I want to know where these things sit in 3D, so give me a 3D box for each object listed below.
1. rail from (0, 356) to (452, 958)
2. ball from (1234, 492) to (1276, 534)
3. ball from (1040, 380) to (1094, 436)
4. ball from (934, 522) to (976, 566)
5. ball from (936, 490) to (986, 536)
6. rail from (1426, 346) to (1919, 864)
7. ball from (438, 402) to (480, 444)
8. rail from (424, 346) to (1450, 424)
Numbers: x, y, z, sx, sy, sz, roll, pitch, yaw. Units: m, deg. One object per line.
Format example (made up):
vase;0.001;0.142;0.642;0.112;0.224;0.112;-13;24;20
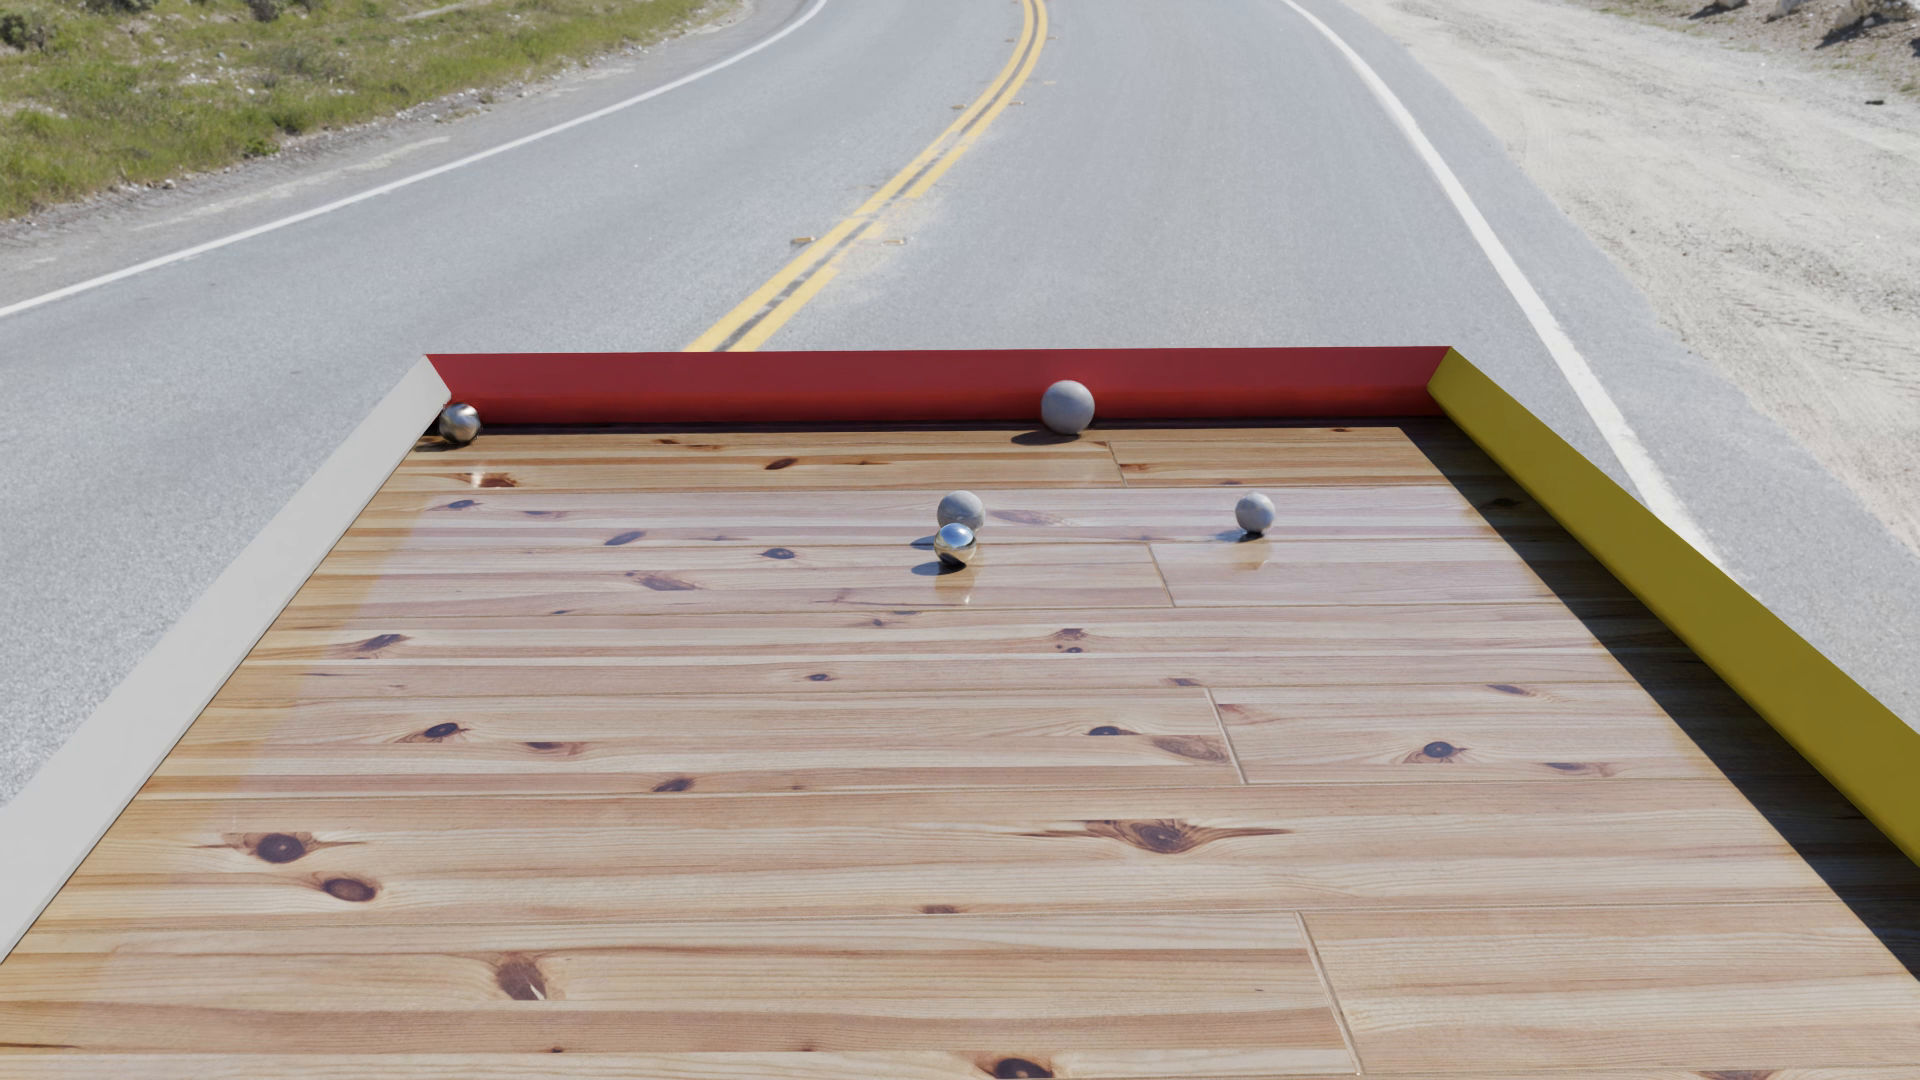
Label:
rail;-0.715;0.197;1.885;0.045;0.105;2.891;-1;17;-2
ball;0.368;-0.034;2.737;0.050;0.050;0.050;0;17;0
ball;0.156;-0.193;3.207;0.081;0.081;0.081;0;17;0
ball;-0.006;0.005;2.609;0.051;0.051;0.051;0;17;0
ball;0.001;-0.031;2.710;0.061;0.061;0.061;0;17;0
rail;0.769;0.181;1.938;0.045;0.105;2.891;-1;17;-2
ball;-0.719;-0.167;3.158;0.060;0.060;0.060;0;17;0
rail;-0.026;-0.226;3.270;1.533;0.105;0.045;-1;17;-2
